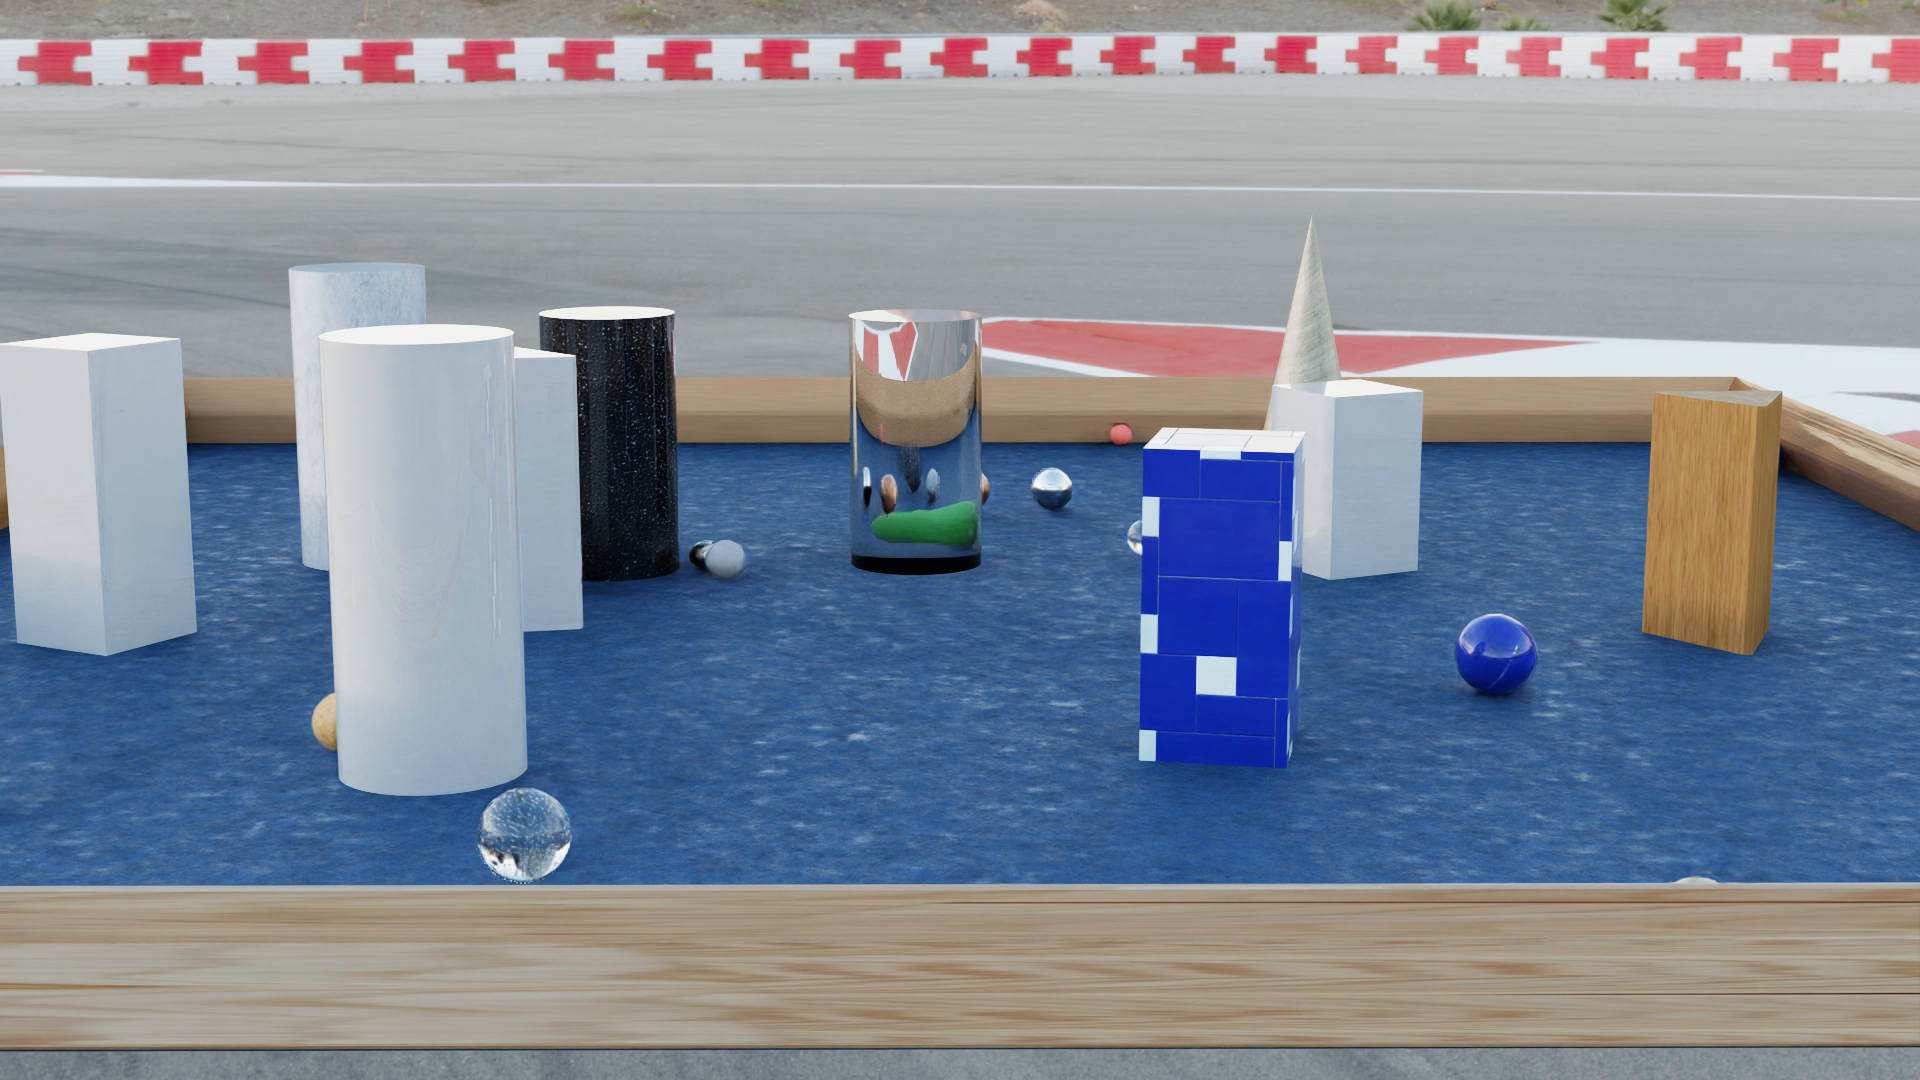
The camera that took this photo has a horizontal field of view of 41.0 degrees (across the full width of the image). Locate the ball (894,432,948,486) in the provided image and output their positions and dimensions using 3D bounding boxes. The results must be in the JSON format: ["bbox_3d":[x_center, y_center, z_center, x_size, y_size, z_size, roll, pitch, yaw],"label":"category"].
[{"bbox_3d":[-0.067,-0.141,4.477,0.093,0.093,0.093,0,11,0],"label":"ball"}]

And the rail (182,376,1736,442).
[{"bbox_3d":[-0.009,-0.249,4.966,3.036,0.126,0.045,0,11,0],"label":"rail"}]

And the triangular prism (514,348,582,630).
[{"bbox_3d":[-0.592,-0.070,3.373,0.168,0.357,0.146,-2,11,-12],"label":"triangular prism"}]

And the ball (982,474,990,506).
[{"bbox_3d":[0.017,-0.083,4.239,0.067,0.067,0.067,0,11,0],"label":"ball"}]

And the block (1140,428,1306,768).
[{"bbox_3d":[0.282,0.058,2.746,0.155,0.334,0.155,2,11,12],"label":"block"}]

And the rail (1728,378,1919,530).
[{"bbox_3d":[1.494,0.031,3.458,0.045,0.126,3.133,0,11,0],"label":"rail"}]

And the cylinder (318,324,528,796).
[{"bbox_3d":[-0.550,0.016,2.639,0.194,0.456,0.194,0,11,0],"label":"cylinder"}]

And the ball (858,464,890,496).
[{"bbox_3d":[-0.147,-0.102,4.372,0.056,0.056,0.056,0,11,0],"label":"ball"}]

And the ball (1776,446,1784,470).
[{"bbox_3d":[1.451,-0.148,4.614,0.057,0.057,0.057,0,11,0],"label":"ball"}]

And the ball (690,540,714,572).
[{"bbox_3d":[-0.369,0.024,3.716,0.046,0.046,0.046,0,11,0],"label":"ball"}]

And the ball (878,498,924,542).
[{"bbox_3d":[-0.091,-0.030,3.947,0.070,0.070,0.070,0,11,0],"label":"ball"}]

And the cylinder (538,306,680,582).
[{"bbox_3d":[-0.507,-0.142,3.716,0.194,0.374,0.194,0,11,0],"label":"cylinder"}]

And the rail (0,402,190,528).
[{"bbox_3d":[-1.494,0.034,3.441,0.045,0.126,3.133,0,11,0],"label":"rail"}]

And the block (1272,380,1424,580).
[{"bbox_3d":[0.561,-0.091,3.744,0.155,0.263,0.155,-5,12,-27],"label":"block"}]

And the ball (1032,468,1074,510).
[{"bbox_3d":[0.153,-0.084,4.239,0.068,0.068,0.068,0,11,0],"label":"ball"}]

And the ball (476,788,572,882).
[{"bbox_3d":[-0.393,0.265,2.314,0.084,0.084,0.084,0,11,0],"label":"ball"}]

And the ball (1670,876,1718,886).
[{"bbox_3d":[0.610,0.311,2.124,0.065,0.065,0.065,0,11,0],"label":"ball"}]

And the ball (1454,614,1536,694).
[{"bbox_3d":[0.626,0.133,3.000,0.094,0.094,0.094,0,11,0],"label":"ball"}]

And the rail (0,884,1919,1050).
[{"bbox_3d":[0.009,0.314,1.932,3.036,0.126,0.045,0,11,0],"label":"rail"}]

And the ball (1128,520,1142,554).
[{"bbox_3d":[0.278,-0.003,3.847,0.053,0.053,0.053,0,11,0],"label":"ball"}]

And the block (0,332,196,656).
[{"bbox_3d":[-1.096,-0.062,3.265,0.155,0.382,0.155,6,12,28],"label":"block"}]

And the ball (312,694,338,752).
[{"bbox_3d":[-0.661,0.195,2.750,0.065,0.065,0.065,0,11,0],"label":"ball"}]

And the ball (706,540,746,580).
[{"bbox_3d":[-0.335,0.028,3.665,0.057,0.057,0.057,0,11,0],"label":"ball"}]

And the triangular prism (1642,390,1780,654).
[{"bbox_3d":[0.994,-0.030,3.282,0.146,0.313,0.168,-7,13,-35],"label":"triangular prism"}]

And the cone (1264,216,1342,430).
[{"bbox_3d":[0.583,-0.304,4.289,0.194,0.484,0.194,0,11,0],"label":"cone"}]

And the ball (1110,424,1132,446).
[{"bbox_3d":[0.310,-0.204,4.956,0.042,0.042,0.042,0,11,0],"label":"ball"}]

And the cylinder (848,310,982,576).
[{"bbox_3d":[-0.065,-0.147,3.763,0.194,0.366,0.194,0,11,0],"label":"cylinder"}]

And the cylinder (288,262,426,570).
[{"bbox_3d":[-0.879,-0.185,3.782,0.194,0.433,0.194,0,11,0],"label":"cylinder"}]
